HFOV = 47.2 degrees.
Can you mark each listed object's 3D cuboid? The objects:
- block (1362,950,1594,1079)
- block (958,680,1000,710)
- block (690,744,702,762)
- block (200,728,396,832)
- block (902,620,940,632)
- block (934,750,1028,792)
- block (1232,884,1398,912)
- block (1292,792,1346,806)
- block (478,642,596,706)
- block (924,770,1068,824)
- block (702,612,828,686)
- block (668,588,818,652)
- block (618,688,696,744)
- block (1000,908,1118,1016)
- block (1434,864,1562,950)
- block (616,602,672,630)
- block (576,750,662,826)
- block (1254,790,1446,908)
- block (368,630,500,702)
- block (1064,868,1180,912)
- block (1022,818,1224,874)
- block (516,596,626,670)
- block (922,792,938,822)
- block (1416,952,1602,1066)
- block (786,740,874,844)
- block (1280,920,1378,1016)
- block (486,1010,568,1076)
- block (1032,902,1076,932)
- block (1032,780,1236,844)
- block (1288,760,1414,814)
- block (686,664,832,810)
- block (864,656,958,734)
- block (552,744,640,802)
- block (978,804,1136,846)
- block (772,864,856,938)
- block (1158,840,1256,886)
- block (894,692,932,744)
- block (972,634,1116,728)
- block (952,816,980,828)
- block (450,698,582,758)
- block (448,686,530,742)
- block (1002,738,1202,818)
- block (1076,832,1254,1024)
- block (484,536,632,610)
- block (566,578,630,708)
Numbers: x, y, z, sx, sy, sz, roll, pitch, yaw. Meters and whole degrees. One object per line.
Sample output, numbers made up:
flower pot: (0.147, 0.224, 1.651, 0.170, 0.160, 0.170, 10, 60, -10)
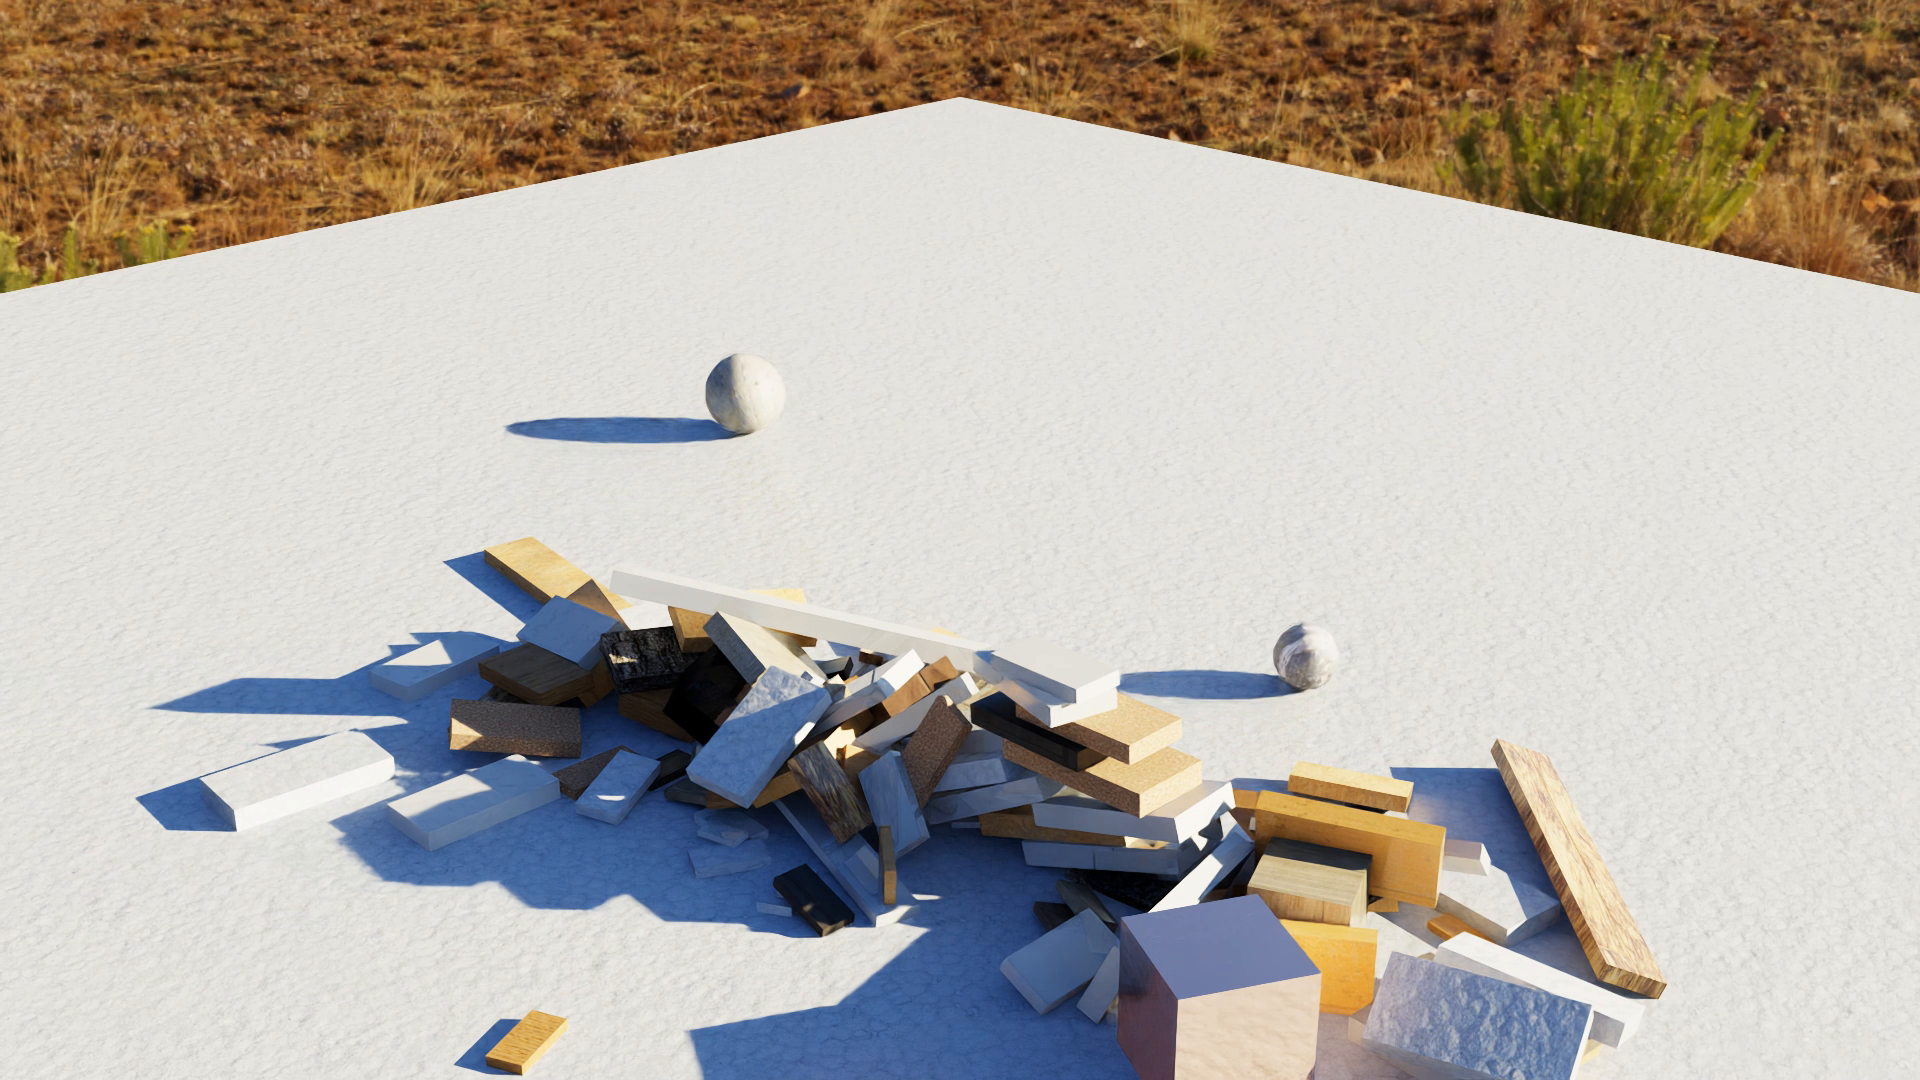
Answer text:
block: (0.846, 0.799, 3.601, 0.335, 0.047, 0.167, 12, 55, 26)
block: (0.175, 0.437, 4.550, 0.473, 0.049, 0.172, 24, 41, 32)
block: (-0.538, 0.471, 4.593, 0.050, 0.014, 0.101, 41, 15, -18)
block: (-1.366, 0.491, 4.541, 0.344, 0.049, 0.172, -18, 29, -36)
block: (-0.134, 0.231, 5.181, 0.190, 0.027, 0.095, -8, 24, -17)
block: (0.013, 0.443, 4.364, 0.346, 0.049, 0.173, -14, 7, 43)
block: (0.670, 0.638, 4.145, 0.302, 0.043, 0.151, -2, 27, 11)
block: (0.688, 0.563, 4.396, 0.102, 0.029, 0.203, 12, 26, 26)
block: (-0.941, 0.300, 4.882, 0.135, 0.038, 0.270, -22, 27, -36)
block: (0.099, 0.479, 4.304, 0.173, 0.049, 0.346, -24, 3, -42)
block: (-0.398, 0.257, 4.678, 0.173, 0.049, 0.346, 47, 8, 24)
block: (-0.484, 0.178, 4.904, 0.307, 0.043, 0.153, -2, 39, -22)
block: (-0.591, 0.296, 4.869, 0.180, 0.051, 0.359, 21, 37, 11)
block: (0.188, 0.746, 3.901, 0.225, 0.032, 0.113, -22, 58, -42)
block: (0.961, 0.661, 4.147, 0.151, 0.043, 0.302, -17, 28, -34)
block: (-0.641, 0.247, 5.058, 0.180, 0.051, 0.359, -16, 35, -33)
block: (-0.697, 0.504, 4.493, 0.095, 0.027, 0.190, 14, 34, 16)
block: (0.707, 0.563, 4.004, 0.335, 0.167, 0.047, 10, 43, 18)
block: (-1.202, 0.287, 5.035, 0.135, 0.038, 0.270, 17, 28, 34)
block: (0.312, 0.647, 4.198, 0.203, 0.029, 0.102, 18, 29, 37)
block: (0.311, 0.575, 4.217, 0.346, 0.049, 0.173, -3, 16, 37)
block: (-0.885, 0.213, 4.998, 0.270, 0.038, 0.135, 16, 57, 47)
block: (-0.136, 0.519, 4.467, 0.204, 0.029, 0.102, 19, 29, 39)
block: (0.909, 0.795, 3.722, 0.328, 0.046, 0.164, 21, 9, 31)
block: (-0.251, 0.491, 4.293, 0.027, 0.190, 0.095, -38, -6, 36)
block: (0.568, 0.738, 3.827, 0.302, 0.151, 0.043, 4, 23, 10)
block: (-0.733, 0.851, 3.729, 0.071, 0.020, 0.142, 9, 25, 20)
block: (0.189, 0.705, 4.036, 0.069, 0.020, 0.139, 8, 14, -19)
block: (0.321, 0.494, 4.111, 0.346, 0.049, 0.173, 0, 17, 44)
block: (0.797, 0.503, 4.485, 0.238, 0.034, 0.119, 10, 11, 16)
block: (-0.398, 0.388, 4.370, 0.144, 0.041, 0.288, 22, 58, 28)
block: (-0.116, 0.324, 4.592, 0.165, 0.047, 0.330, -32, -3, -16)
block: (-0.751, 0.485, 4.584, 0.186, 0.026, 0.093, -21, 31, -40)
block: (0.225, 0.528, 4.278, 0.346, 0.049, 0.173, -2, 16, 39)
block: (-0.273, 0.670, 4.097, 0.076, 0.021, 0.151, -20, 47, -38)
block: (0.485, 0.609, 4.169, 0.203, 0.029, 0.102, 0, 26, 21)
block: (0.034, 0.412, 4.728, 0.344, 0.049, 0.172, 11, 25, 24)
block: (0.157, 0.263, 4.153, 0.144, 0.041, 0.287, -14, 25, -26)
block: (0.029, 0.562, 4.421, 0.091, 0.013, 0.045, 0, 23, -1)
block: (-0.946, 0.401, 4.681, 0.270, 0.038, 0.135, 6, 27, -16)
block: (-0.995, 0.377, 4.823, 0.135, 0.038, 0.270, 7, 24, 16)
block: (0.264, 0.410, 4.119, 0.173, 0.049, 0.346, -22, 30, -40)
block: (0.372, 0.686, 3.924, 0.047, 0.167, 0.448, 38, 37, 17)
block: (-0.958, 0.130, 5.406, 0.135, 0.038, 0.680, -16, 28, -33)
block: (-0.845, 0.232, 5.022, 0.180, 0.051, 0.359, -37, 35, -8)
